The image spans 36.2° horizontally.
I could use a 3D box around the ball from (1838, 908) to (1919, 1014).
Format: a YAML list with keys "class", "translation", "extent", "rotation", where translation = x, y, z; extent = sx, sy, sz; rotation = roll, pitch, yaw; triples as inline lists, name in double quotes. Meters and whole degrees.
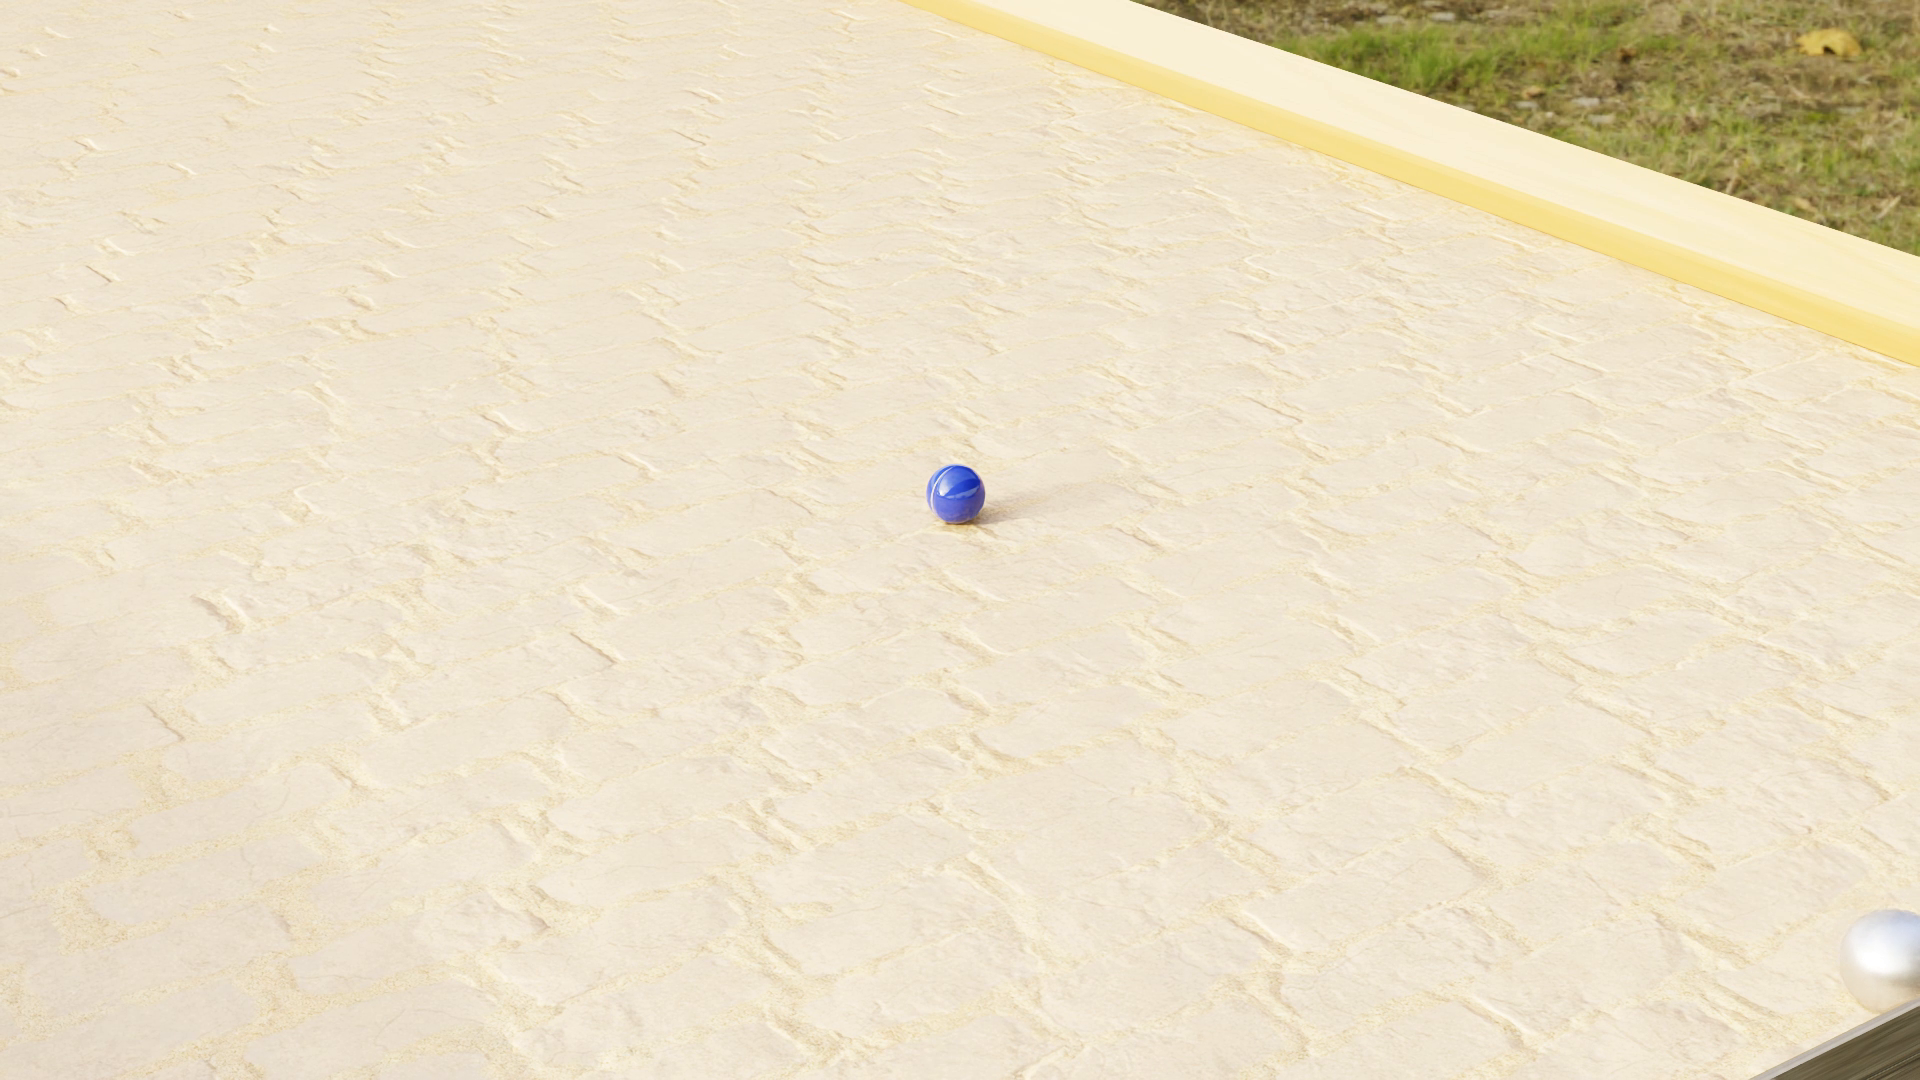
- class: "ball"
  translation: [0.534, 0.241, 1.684]
  extent: [0.061, 0.061, 0.061]
  rotation: [0, 24, 0]

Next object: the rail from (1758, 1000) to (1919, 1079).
- class: "rail"
  translation: [0.495, 0.273, 1.568]
  extent: [1.920, 0.097, 0.045]
  rotation: [-16, 29, -32]

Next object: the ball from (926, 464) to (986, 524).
- class: "ball"
  translation: [-0.003, -0.037, 2.315]
  extent: [0.048, 0.048, 0.048]
  rotation: [0, 24, 0]

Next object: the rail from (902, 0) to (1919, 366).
- class: "rail"
  translation: [0.258, -0.538, 3.362]
  extent: [0.045, 0.097, 3.542]
  rotation: [-16, 29, -32]
